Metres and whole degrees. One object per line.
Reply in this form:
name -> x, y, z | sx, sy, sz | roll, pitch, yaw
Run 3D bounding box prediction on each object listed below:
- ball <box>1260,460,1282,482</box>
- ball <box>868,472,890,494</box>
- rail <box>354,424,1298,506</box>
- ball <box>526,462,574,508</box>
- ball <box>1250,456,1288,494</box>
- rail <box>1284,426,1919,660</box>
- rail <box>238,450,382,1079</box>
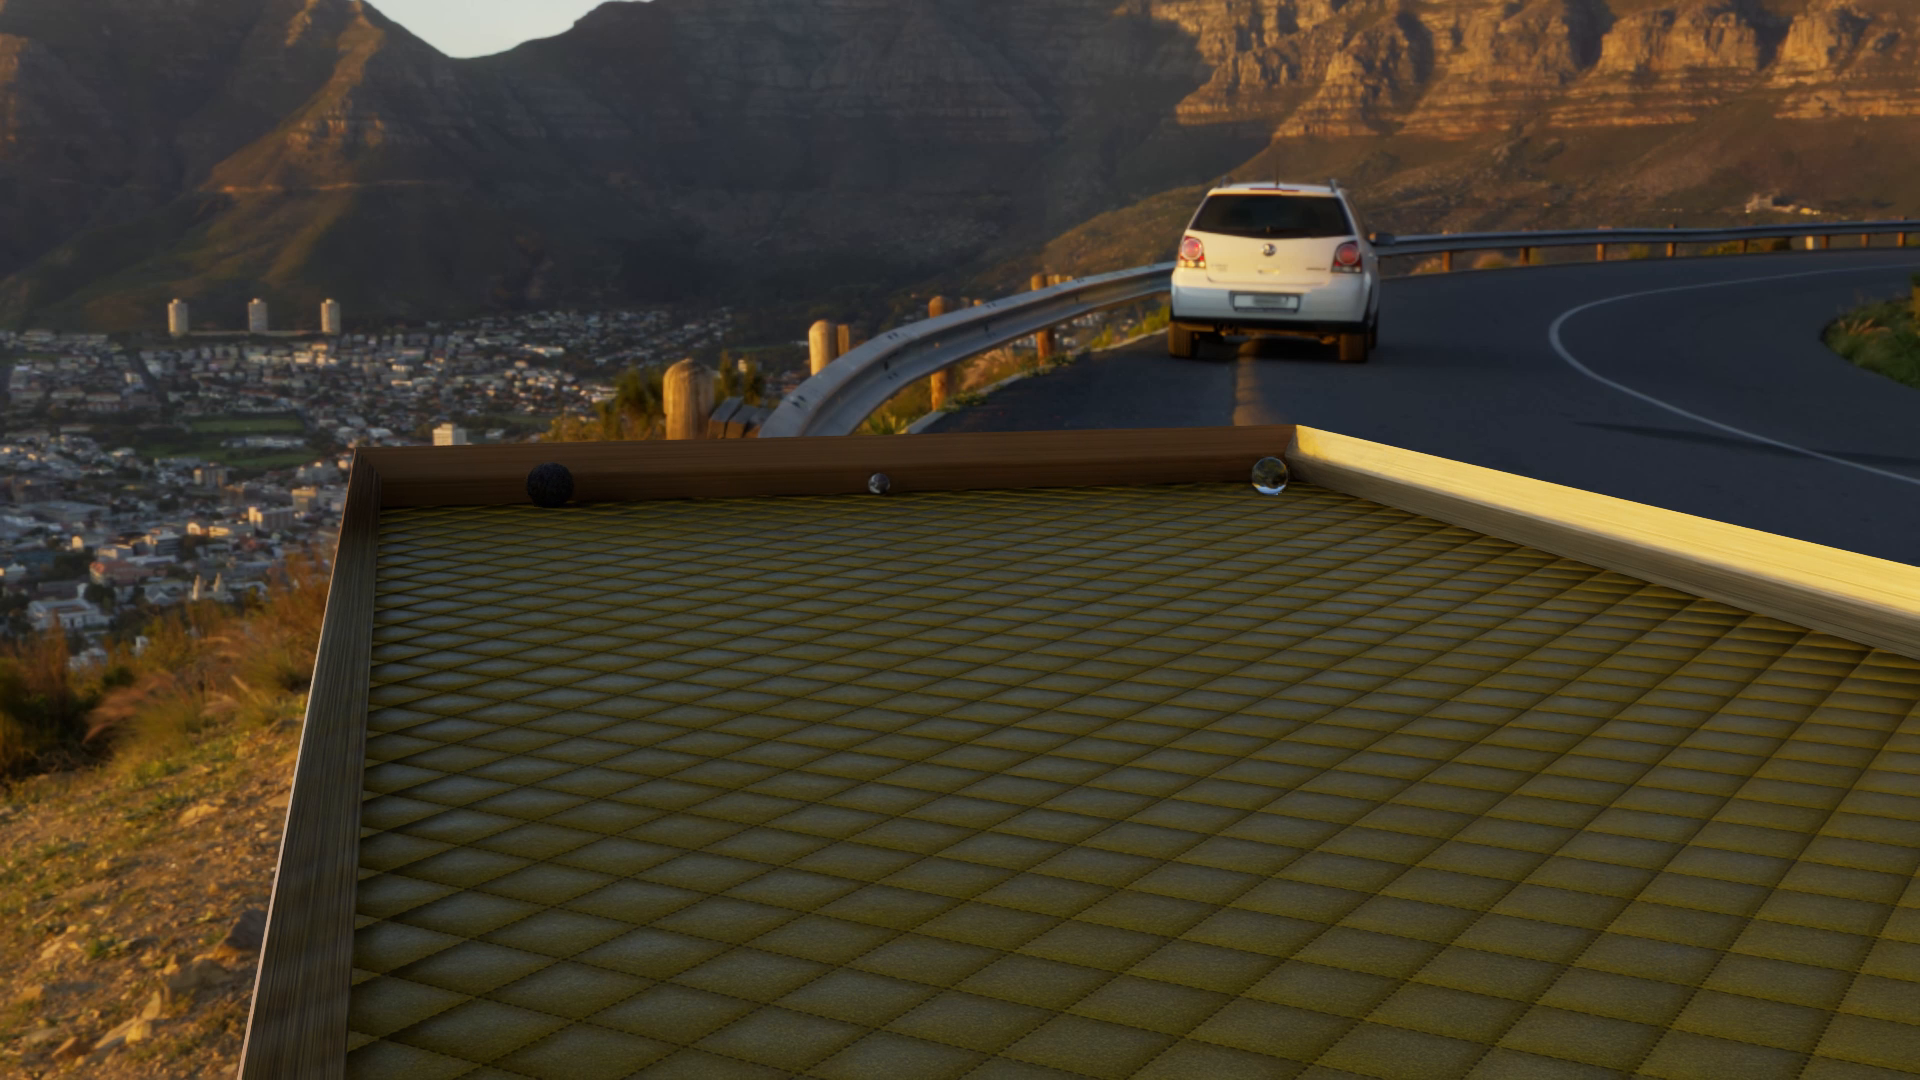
ball -> 0.620, -0.137, 4.384 | 0.046, 0.046, 0.046 | 0, 8, 0
ball -> -0.154, -0.107, 4.194 | 0.042, 0.042, 0.042 | 0, 8, 0
rail -> -0.203, -0.143, 4.202 | 1.837, 0.109, 0.045 | -2, 9, -14
ball -> -0.746, -0.100, 4.004 | 0.084, 0.084, 0.084 | 0, 8, 0
ball -> 0.591, -0.123, 4.197 | 0.072, 0.072, 0.072 | 0, 8, 0
rail -> 1.076, 0.061, 2.808 | 0.045, 0.109, 3.406 | -2, 9, -14
rail -> -0.659, 0.125, 2.374 | 0.045, 0.109, 3.406 | -2, 9, -14
